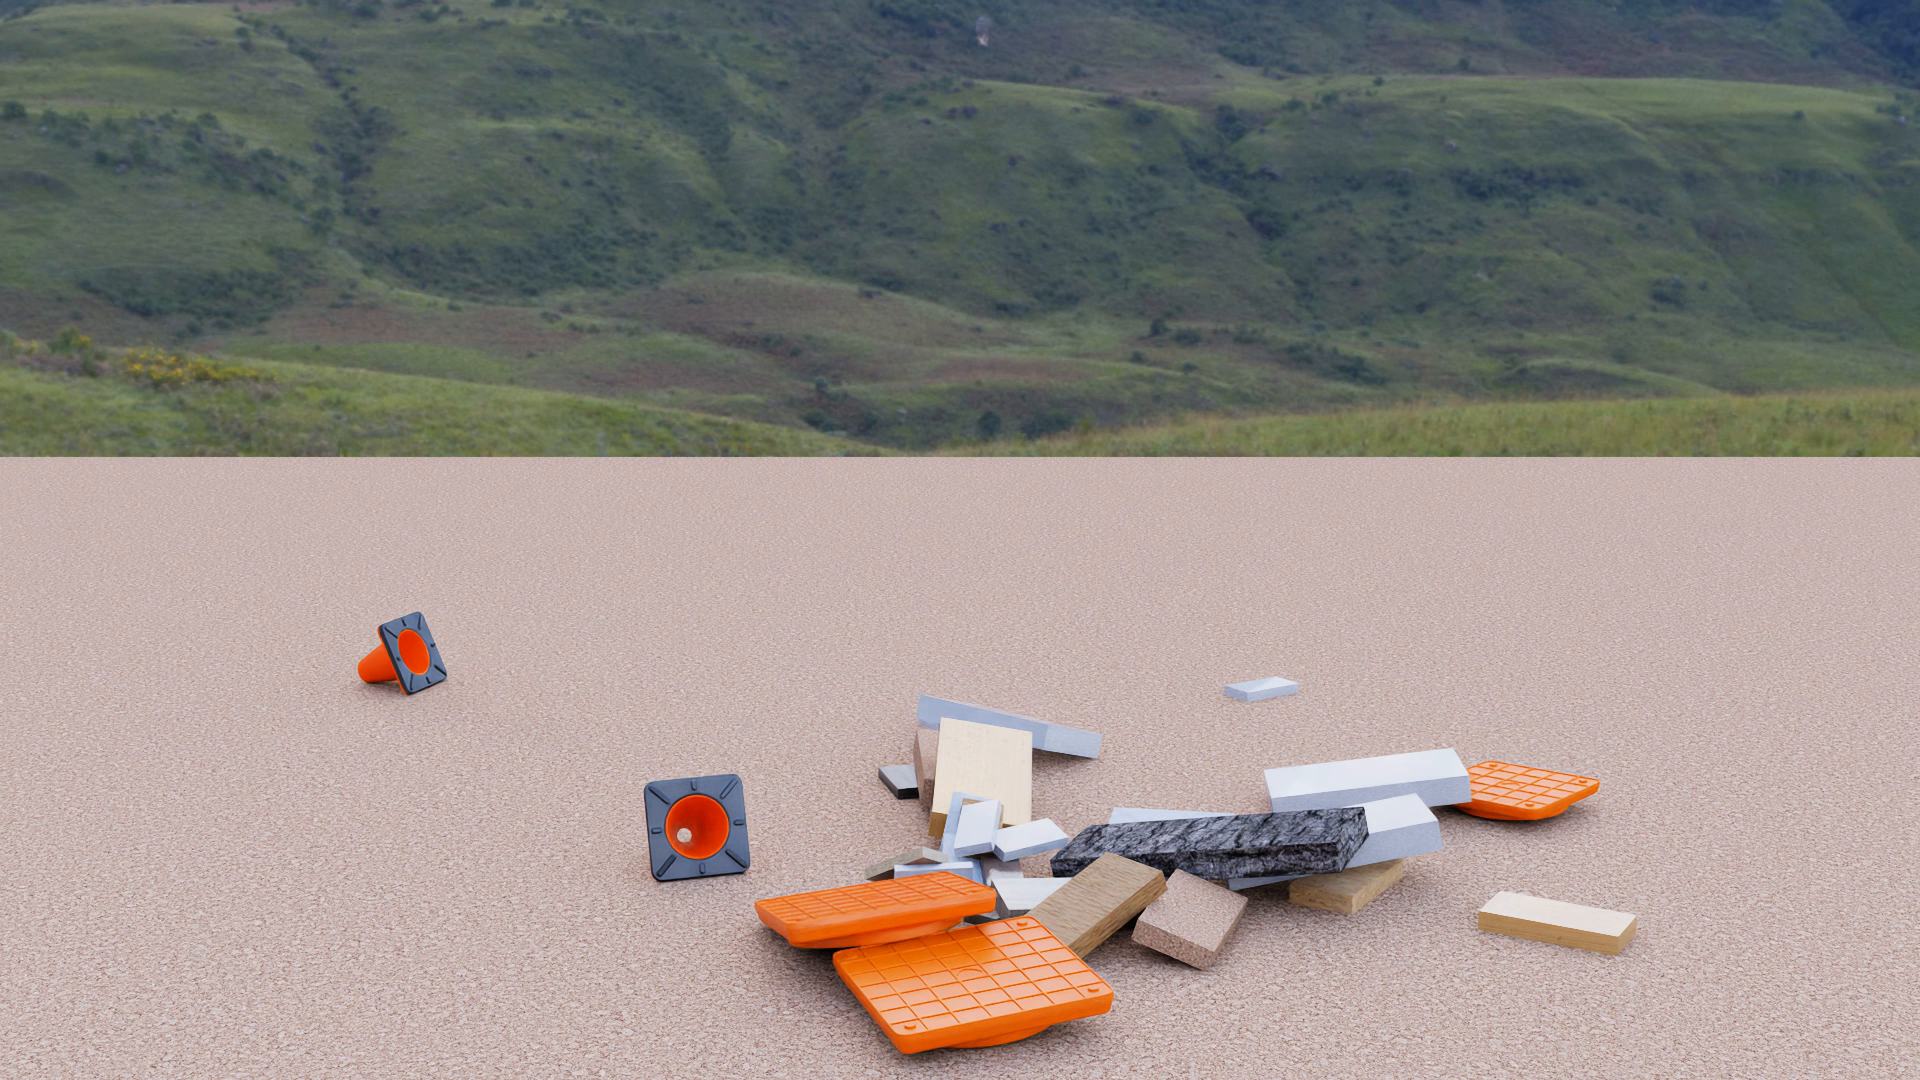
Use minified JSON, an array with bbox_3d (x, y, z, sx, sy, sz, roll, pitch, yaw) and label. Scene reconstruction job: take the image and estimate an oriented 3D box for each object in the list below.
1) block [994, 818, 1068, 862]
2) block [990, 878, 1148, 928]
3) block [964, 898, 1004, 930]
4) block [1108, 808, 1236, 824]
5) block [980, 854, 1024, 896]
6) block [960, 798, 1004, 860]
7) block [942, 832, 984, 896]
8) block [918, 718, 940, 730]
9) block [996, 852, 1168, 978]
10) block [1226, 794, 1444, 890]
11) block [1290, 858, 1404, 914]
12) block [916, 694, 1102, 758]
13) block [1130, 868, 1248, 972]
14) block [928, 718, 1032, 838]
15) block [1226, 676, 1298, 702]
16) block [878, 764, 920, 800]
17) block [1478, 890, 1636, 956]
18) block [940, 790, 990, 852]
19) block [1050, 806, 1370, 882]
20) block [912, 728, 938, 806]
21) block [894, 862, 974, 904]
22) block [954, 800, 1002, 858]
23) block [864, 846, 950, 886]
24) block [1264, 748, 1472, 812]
[{"bbox_3d":[0.112,0.509,3.732,0.131,0.018,0.065,-9,28,-31],"label":"block"},{"bbox_3d":[0.184,0.584,3.540,0.249,0.035,0.125,1,14,-13],"label":"block"},{"bbox_3d":[0.070,0.599,3.569,0.064,0.018,0.129,8,13,35],"label":"block"},{"bbox_3d":[0.382,0.519,3.966,0.220,0.031,0.110,2,11,10],"label":"block"},{"bbox_3d":[0.071,0.557,3.646,0.064,0.018,0.129,5,15,-6],"label":"block"},{"bbox_3d":[0.035,0.498,3.777,0.073,0.021,0.146,10,27,-1],"label":"block"},{"bbox_3d":[0.004,0.548,3.715,0.073,0.021,0.146,10,24,-1],"label":"block"},{"bbox_3d":[-0.004,0.383,4.725,0.152,0.022,0.076,-7,13,-33],"label":"block"},{"bbox_3d":[0.190,0.578,3.406,0.249,0.035,0.125,-32,27,-32],"label":"block"},{"bbox_3d":[0.620,0.512,3.737,0.359,0.051,0.180,-11,8,2],"label":"block"},{"bbox_3d":[0.650,0.571,3.688,0.110,0.031,0.220,7,12,32],"label":"block"},{"bbox_3d":[0.098,0.382,4.514,0.352,0.050,0.176,10,-3,42],"label":"block"},{"bbox_3d":[0.363,0.594,3.454,0.125,0.035,0.249,21,16,15],"label":"block"},{"bbox_3d":[0.040,0.443,4.031,0.176,0.050,0.352,10,23,-2],"label":"block"},{"bbox_3d":[0.682,0.337,4.972,0.152,0.022,0.076,-7,13,-33],"label":"block"},{"bbox_3d":[-0.103,0.469,4.264,0.076,0.022,0.152,-3,11,-16],"label":"block"},{"bbox_3d":[0.948,0.607,3.491,0.221,0.031,0.110,6,12,31],"label":"block"},{"bbox_3d":[0.010,0.505,3.824,0.073,0.021,0.146,13,44,1],"label":"block"},{"bbox_3d":[0.413,0.512,3.659,0.497,0.051,0.180,-8,9,26],"label":"block"},{"bbox_3d":[0.007,0.445,4.242,0.176,0.050,0.352,8,10,-5],"label":"block"},{"bbox_3d":[-0.044,0.565,3.620,0.129,0.064,0.018,-1,23,-8],"label":"block"},{"bbox_3d":[0.030,0.488,3.723,0.065,0.018,0.130,-12,24,13],"label":"block"},{"bbox_3d":[-0.089,0.542,3.647,0.130,0.018,0.065,-26,-34,33],"label":"block"},{"bbox_3d":[0.756,0.458,4.104,0.359,0.051,0.180,-7,10,4],"label":"block"}]
